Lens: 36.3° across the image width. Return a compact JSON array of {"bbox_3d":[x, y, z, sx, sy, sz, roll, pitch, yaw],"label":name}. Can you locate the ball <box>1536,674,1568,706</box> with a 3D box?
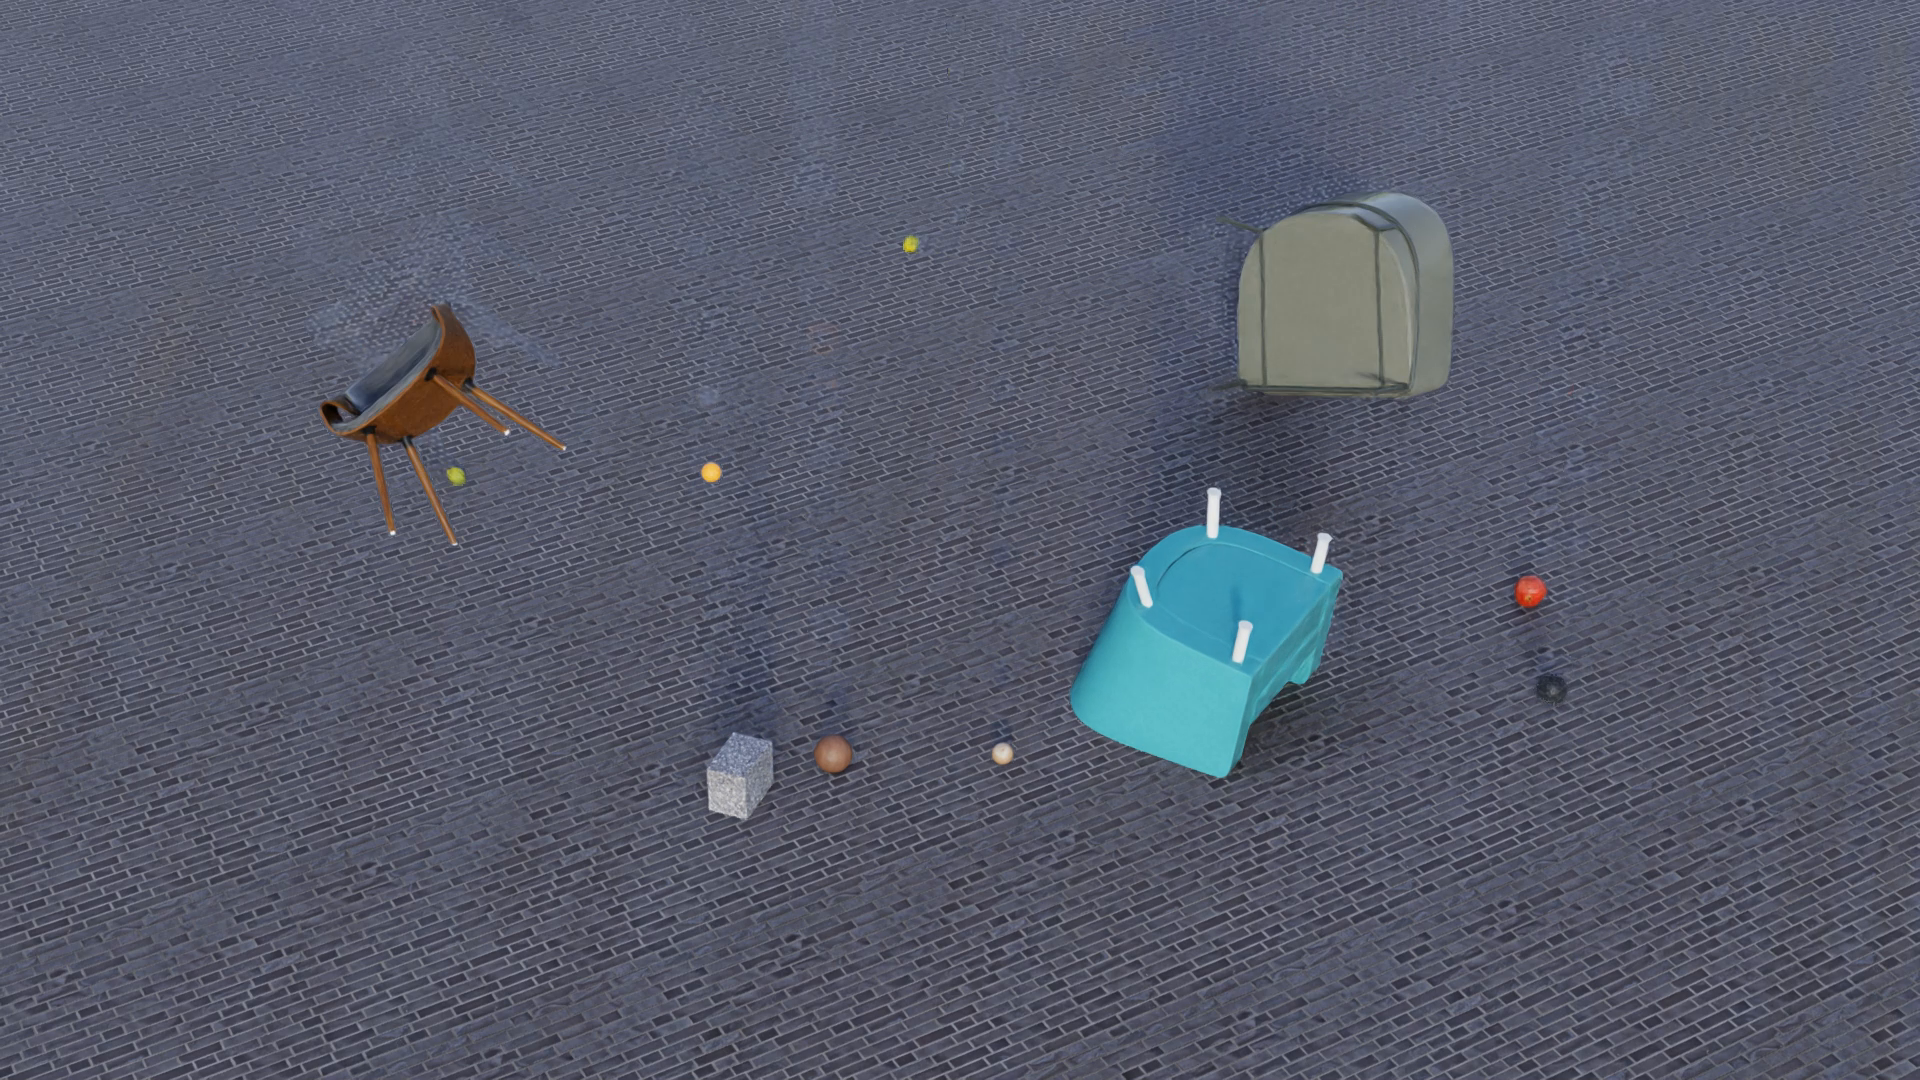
[{"bbox_3d":[2.032,0.514,10.066,0.107,0.107,0.107,0,33,0],"label":"ball"}]

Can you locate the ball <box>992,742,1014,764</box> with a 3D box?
[{"bbox_3d":[0.143,0.713,9.795,0.074,0.074,0.074,0,33,0],"label":"ball"}]

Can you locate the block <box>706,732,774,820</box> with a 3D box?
[{"bbox_3d":[-0.720,0.773,9.614,0.137,0.172,0.210,12,35,18],"label":"block"}]
